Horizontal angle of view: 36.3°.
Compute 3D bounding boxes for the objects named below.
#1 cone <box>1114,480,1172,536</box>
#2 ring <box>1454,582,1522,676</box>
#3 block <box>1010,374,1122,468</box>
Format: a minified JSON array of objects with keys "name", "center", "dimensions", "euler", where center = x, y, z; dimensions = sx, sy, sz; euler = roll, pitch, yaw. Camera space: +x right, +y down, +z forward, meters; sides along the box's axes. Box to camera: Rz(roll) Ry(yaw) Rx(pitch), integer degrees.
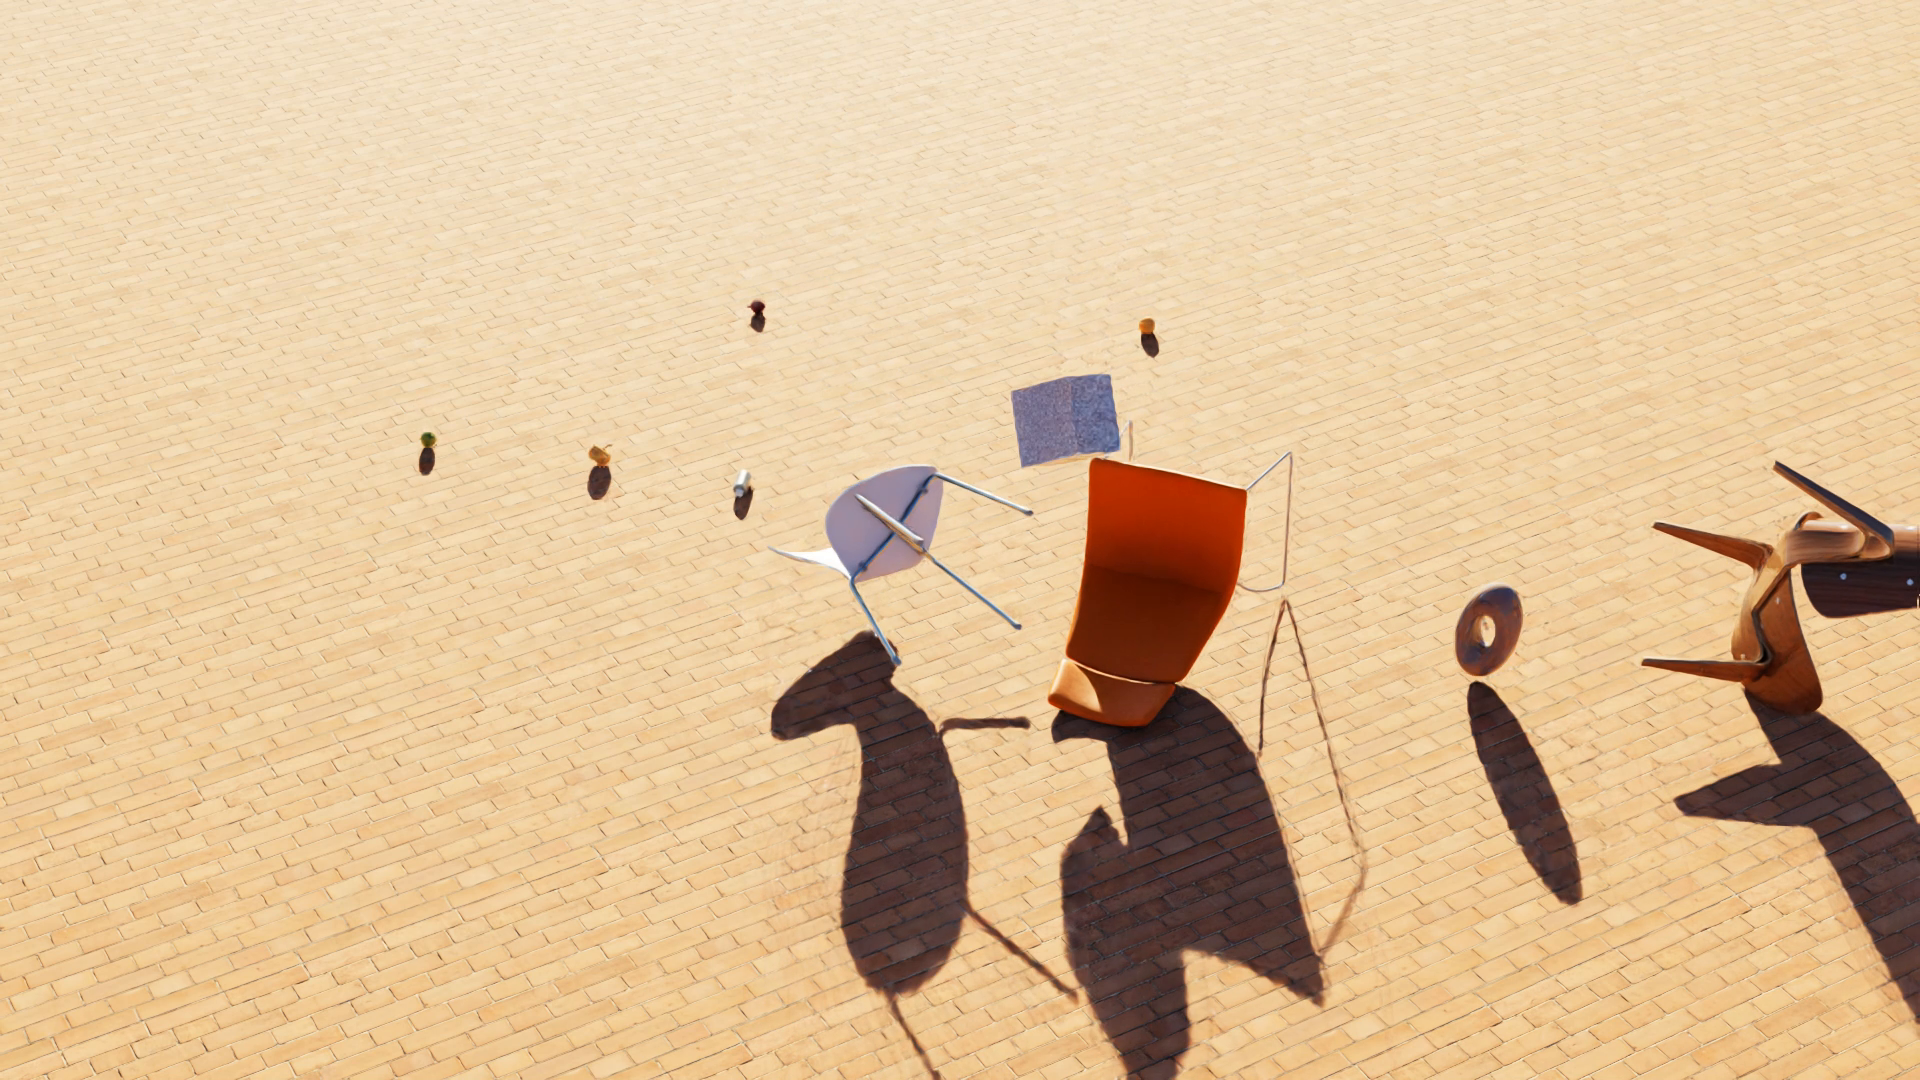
[{"name":"cone","center":[0.710,-0.092,10.998],"dimensions":[0.231,0.220,0.181],"euler":[-8,65,-14]},{"name":"ring","center":[1.820,0.309,10.100],"dimensions":[0.218,0.394,0.125],"euler":[34,42,25]},{"name":"block","center":[0.374,-0.420,10.356],"dimensions":[0.202,0.275,0.311],"euler":[-6,-4,-39]}]
